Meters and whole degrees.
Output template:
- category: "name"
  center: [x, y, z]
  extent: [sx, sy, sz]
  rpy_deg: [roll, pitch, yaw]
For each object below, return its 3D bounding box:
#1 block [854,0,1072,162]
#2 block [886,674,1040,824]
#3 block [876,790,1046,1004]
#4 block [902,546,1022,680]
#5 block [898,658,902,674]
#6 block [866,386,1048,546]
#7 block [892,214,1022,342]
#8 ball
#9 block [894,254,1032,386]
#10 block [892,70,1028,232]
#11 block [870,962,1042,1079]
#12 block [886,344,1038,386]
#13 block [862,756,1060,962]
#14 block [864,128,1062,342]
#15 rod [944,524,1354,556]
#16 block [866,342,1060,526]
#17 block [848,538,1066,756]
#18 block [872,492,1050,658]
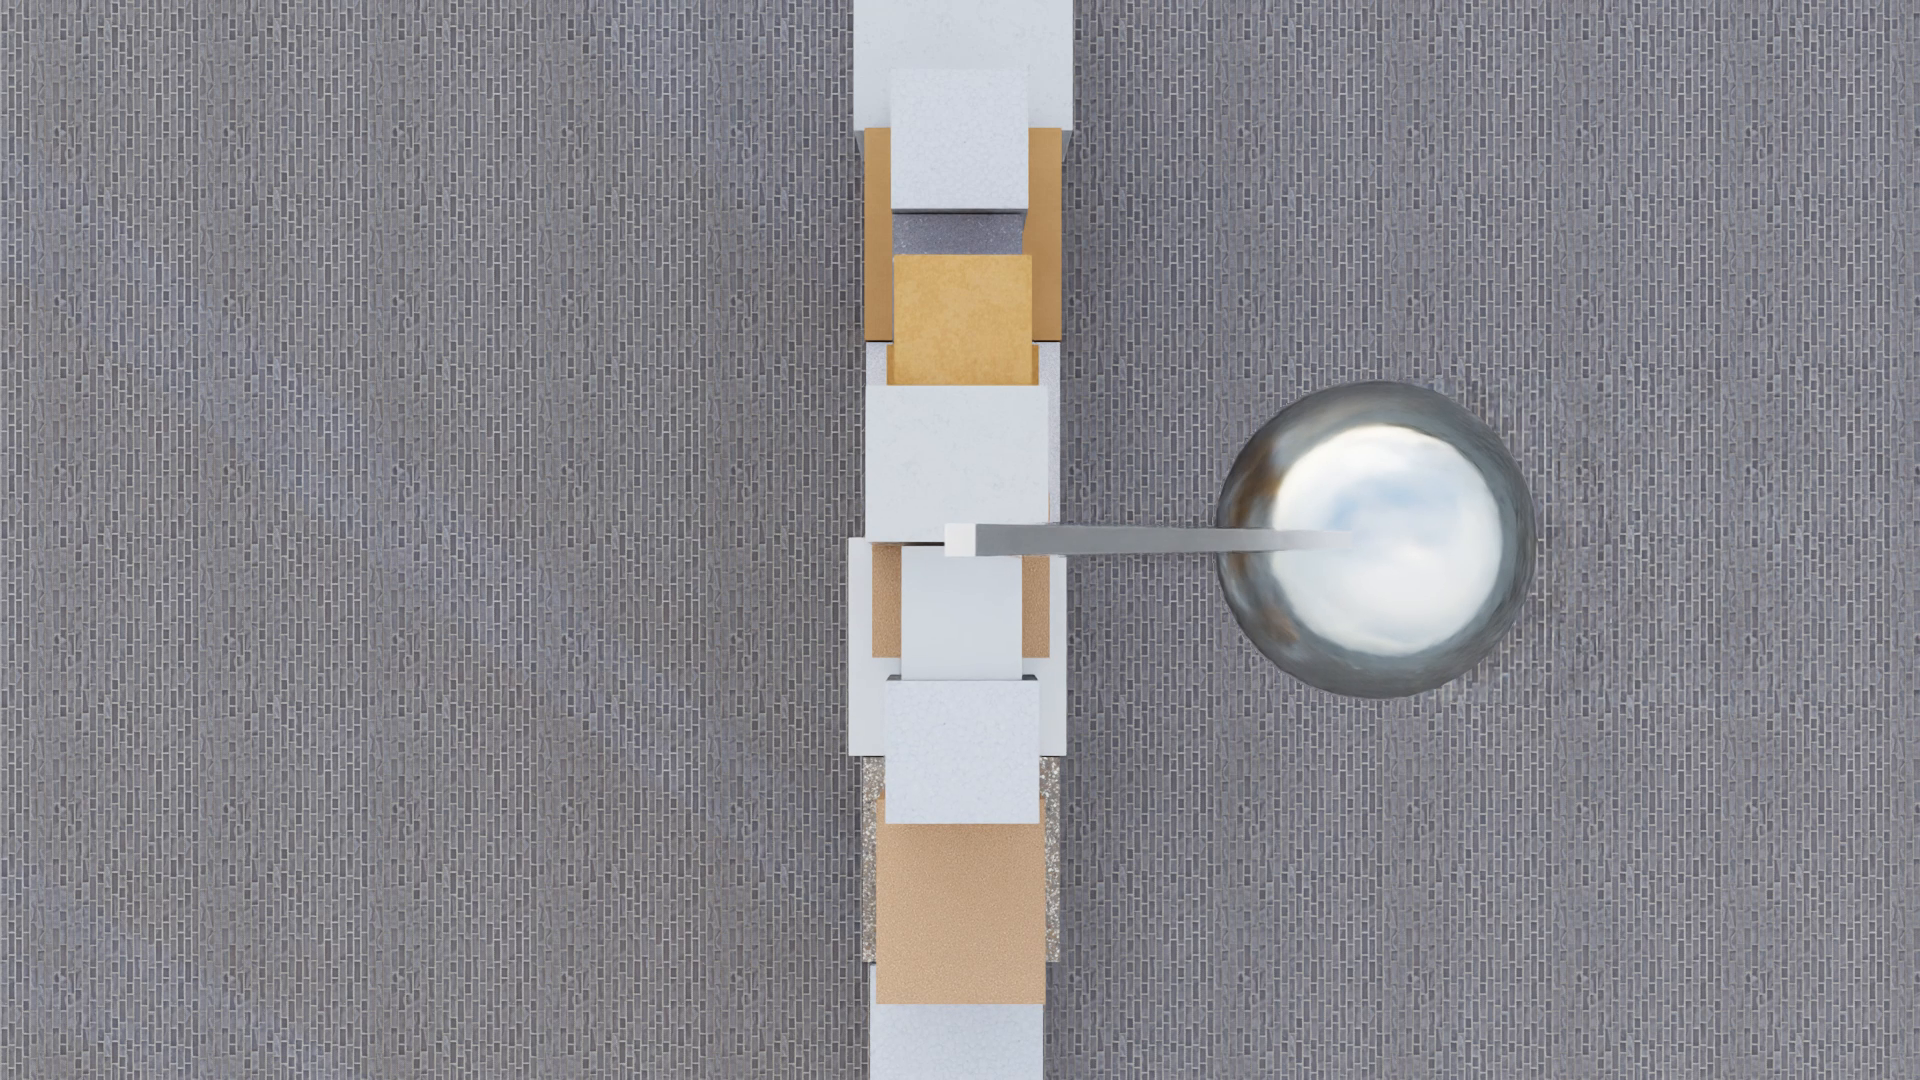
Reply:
- category: "block"
  center: [0.018, -2.834, 12.501]
  extent: [1.195, 0.998, 1.194]
  rpy_deg: [0, 90, 0]
- category: "block"
  center: [0.011, 1.011, 10.768]
  extent: [0.728, 0.709, 0.675]
  rpy_deg: [0, 89, 0]
- category: "block"
  center: [0.004, 1.852, 11.529]
  extent: [0.852, 0.886, 1.025]
  rpy_deg: [0, 86, 0]
- category: "block"
  center: [0.008, 0.348, 10.810]
  extent: [0.573, 0.643, 0.640]
  rpy_deg: [0, 90, 0]
- category: "block"
  center: [-0.008, 0.962, 11.666]
  extent: [0.618, 0.660, 0.727]
  rpy_deg: [0, 90, 0]
- category: "block"
  center: [-0.014, -0.349, 10.735]
  extent: [0.858, 0.795, 0.734]
  rpy_deg: [0, 89, 0]
- category: "block"
  center: [-0.013, -1.334, 11.531]
  extent: [0.661, 0.683, 0.647]
  rpy_deg: [0, 90, 0]
- category: "ball"
  center: [2.074, 0.000, 11.032]
  extent: [1.600, 1.600, 1.600]
  rpy_deg: [0, 90, 0]
- category: "block"
  center: [0.015, -1.042, 10.840]
  extent: [0.658, 0.698, 0.640]
  rpy_deg: [0, 90, 0]
- category: "block"
  center: [-0.001, -2.017, 11.463]
  extent: [0.690, 0.817, 0.700]
  rpy_deg: [0, 90, 0]
- category: "block"
  center: [-0.019, 2.872, 12.472]
  extent: [0.937, 1.056, 1.118]
  rpy_deg: [0, 90, 0]
- category: "block"
  center: [0.014, -0.625, 11.574]
  extent: [0.779, 0.643, 0.749]
  rpy_deg: [0, 90, 0]
- category: "block"
  center: [0.006, 1.744, 12.502]
  extent: [1.073, 0.996, 1.117]
  rpy_deg: [0, 90, 0]
- category: "block"
  center: [0.017, -1.653, 12.436]
  extent: [1.063, 1.128, 1.147]
  rpy_deg: [0, 90, 0]
- category: "rod"
  center: [0.899, 0.000, 7.841]
  extent: [0.080, 5.200, 0.080]
  rpy_deg: [0, 90, 20]
- category: "block"
  center: [0.017, -0.546, 12.448]
  extent: [1.047, 1.105, 1.047]
  rpy_deg: [0, 90, 0]
- category: "block"
  center: [-0.014, 0.582, 12.498]
  extent: [1.186, 1.004, 1.188]
  rpy_deg: [0, 90, 0]
- category: "block"
  center: [0.005, 0.177, 11.513]
  extent: [0.900, 0.765, 0.836]
  rpy_deg: [0, 90, 0]
